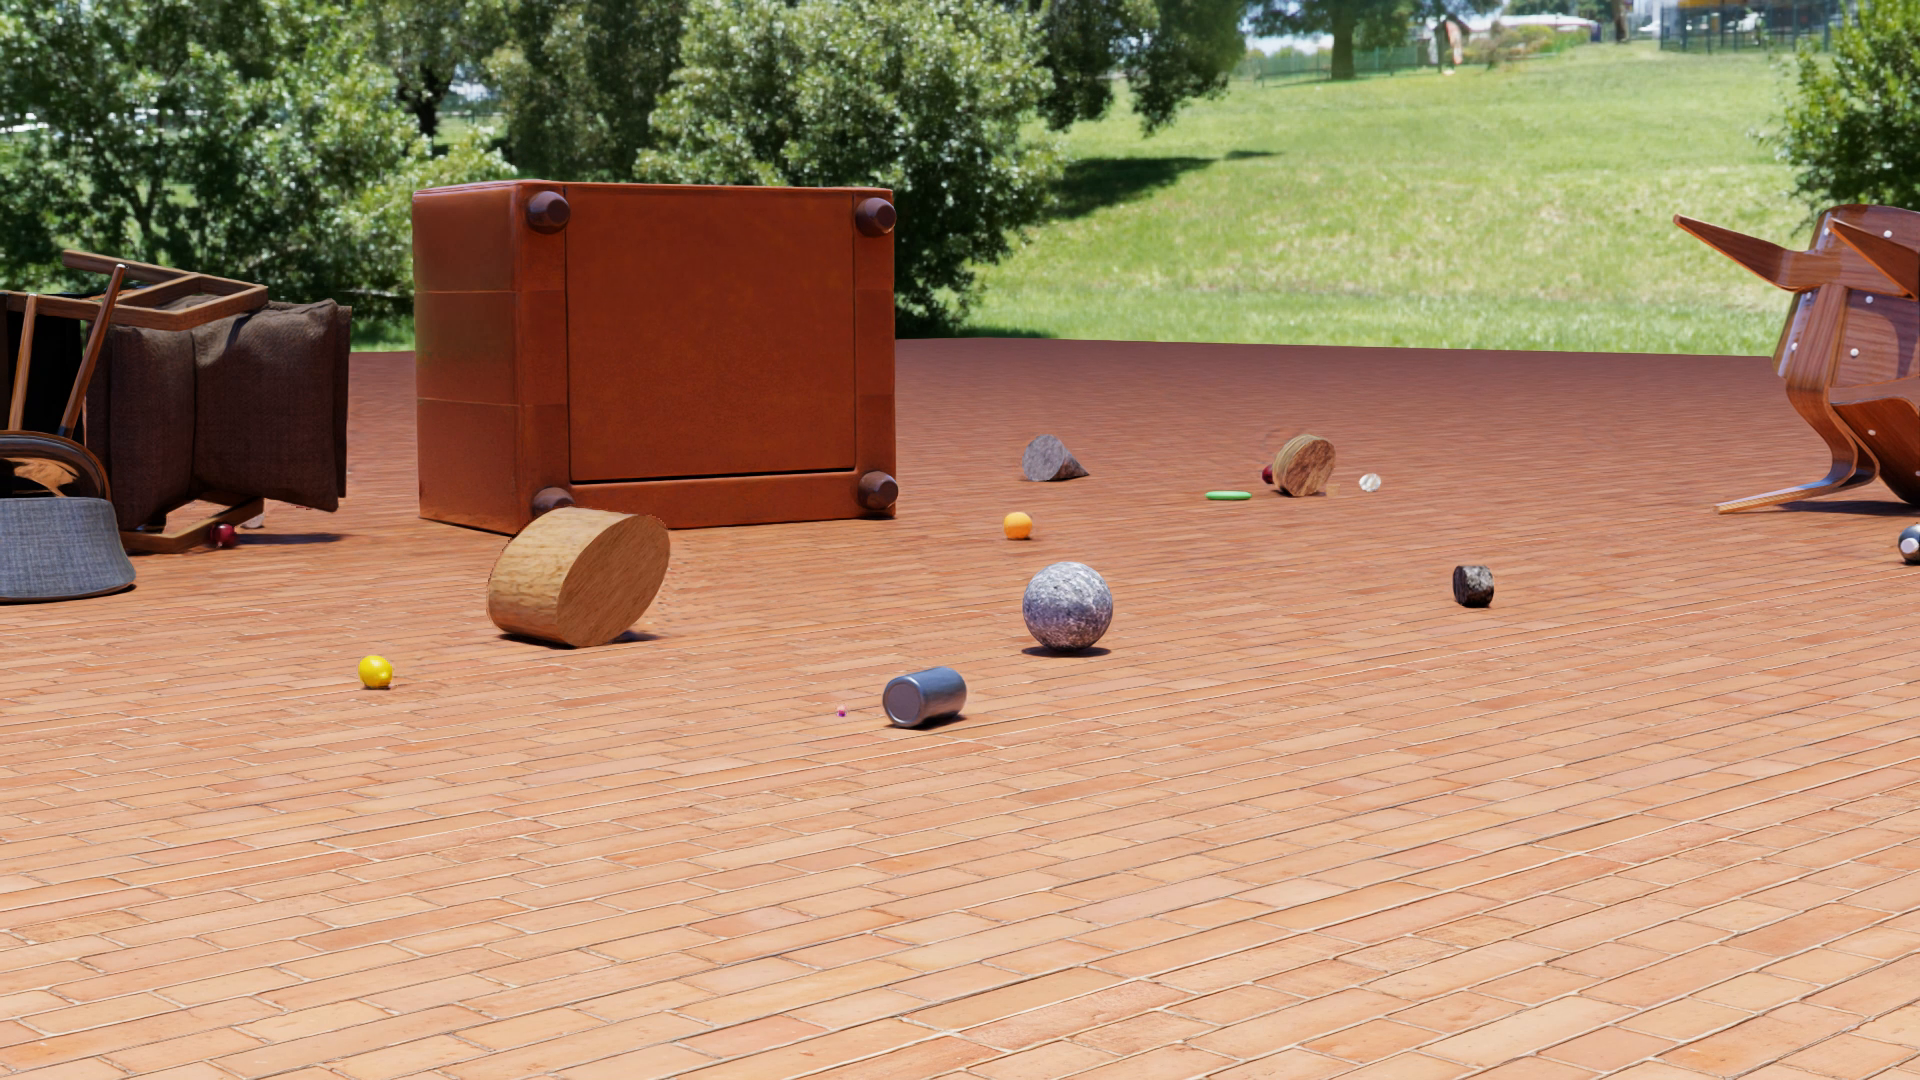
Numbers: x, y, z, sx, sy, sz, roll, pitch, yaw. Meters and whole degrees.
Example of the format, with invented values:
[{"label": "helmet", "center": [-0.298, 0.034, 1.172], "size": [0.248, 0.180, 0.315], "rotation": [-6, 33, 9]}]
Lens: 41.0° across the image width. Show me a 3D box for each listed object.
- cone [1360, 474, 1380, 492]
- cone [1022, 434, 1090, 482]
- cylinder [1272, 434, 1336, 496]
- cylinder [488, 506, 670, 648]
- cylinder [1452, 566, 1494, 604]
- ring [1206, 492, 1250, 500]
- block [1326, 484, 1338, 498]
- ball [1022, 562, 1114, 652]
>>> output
[{"label": "cone", "center": [1.270, -0.165, 7.884], "size": [0.075, 0.060, 0.048], "rotation": [23, -13, 45]}, {"label": "cone", "center": [0.350, -0.239, 8.360], "size": [0.146, 0.161, 0.326], "rotation": [40, 12, 30]}, {"label": "cylinder", "center": [1.039, -0.227, 7.774], "size": [0.123, 0.192, 0.247], "rotation": [35, 3, -5]}, {"label": "cylinder", "center": [-0.695, 0.064, 4.671], "size": [0.237, 0.175, 0.283], "rotation": [7, 51, 49]}, {"label": "cylinder", "center": [1.031, 0.091, 5.158], "size": [0.052, 0.076, 0.139], "rotation": [0, 5, -2]}, {"label": "ring", "center": [0.792, -0.131, 7.567], "size": [0.136, 0.023, 0.082], "rotation": [1, 5, 1]}, {"label": "block", "center": [1.113, -0.147, 7.673], "size": [0.035, 0.033, 0.040], "rotation": [0, 6, 5]}, {"label": "ball", "center": [0.189, 0.117, 4.497], "size": [0.160, 0.160, 0.160], "rotation": [0, 6, 0]}]
